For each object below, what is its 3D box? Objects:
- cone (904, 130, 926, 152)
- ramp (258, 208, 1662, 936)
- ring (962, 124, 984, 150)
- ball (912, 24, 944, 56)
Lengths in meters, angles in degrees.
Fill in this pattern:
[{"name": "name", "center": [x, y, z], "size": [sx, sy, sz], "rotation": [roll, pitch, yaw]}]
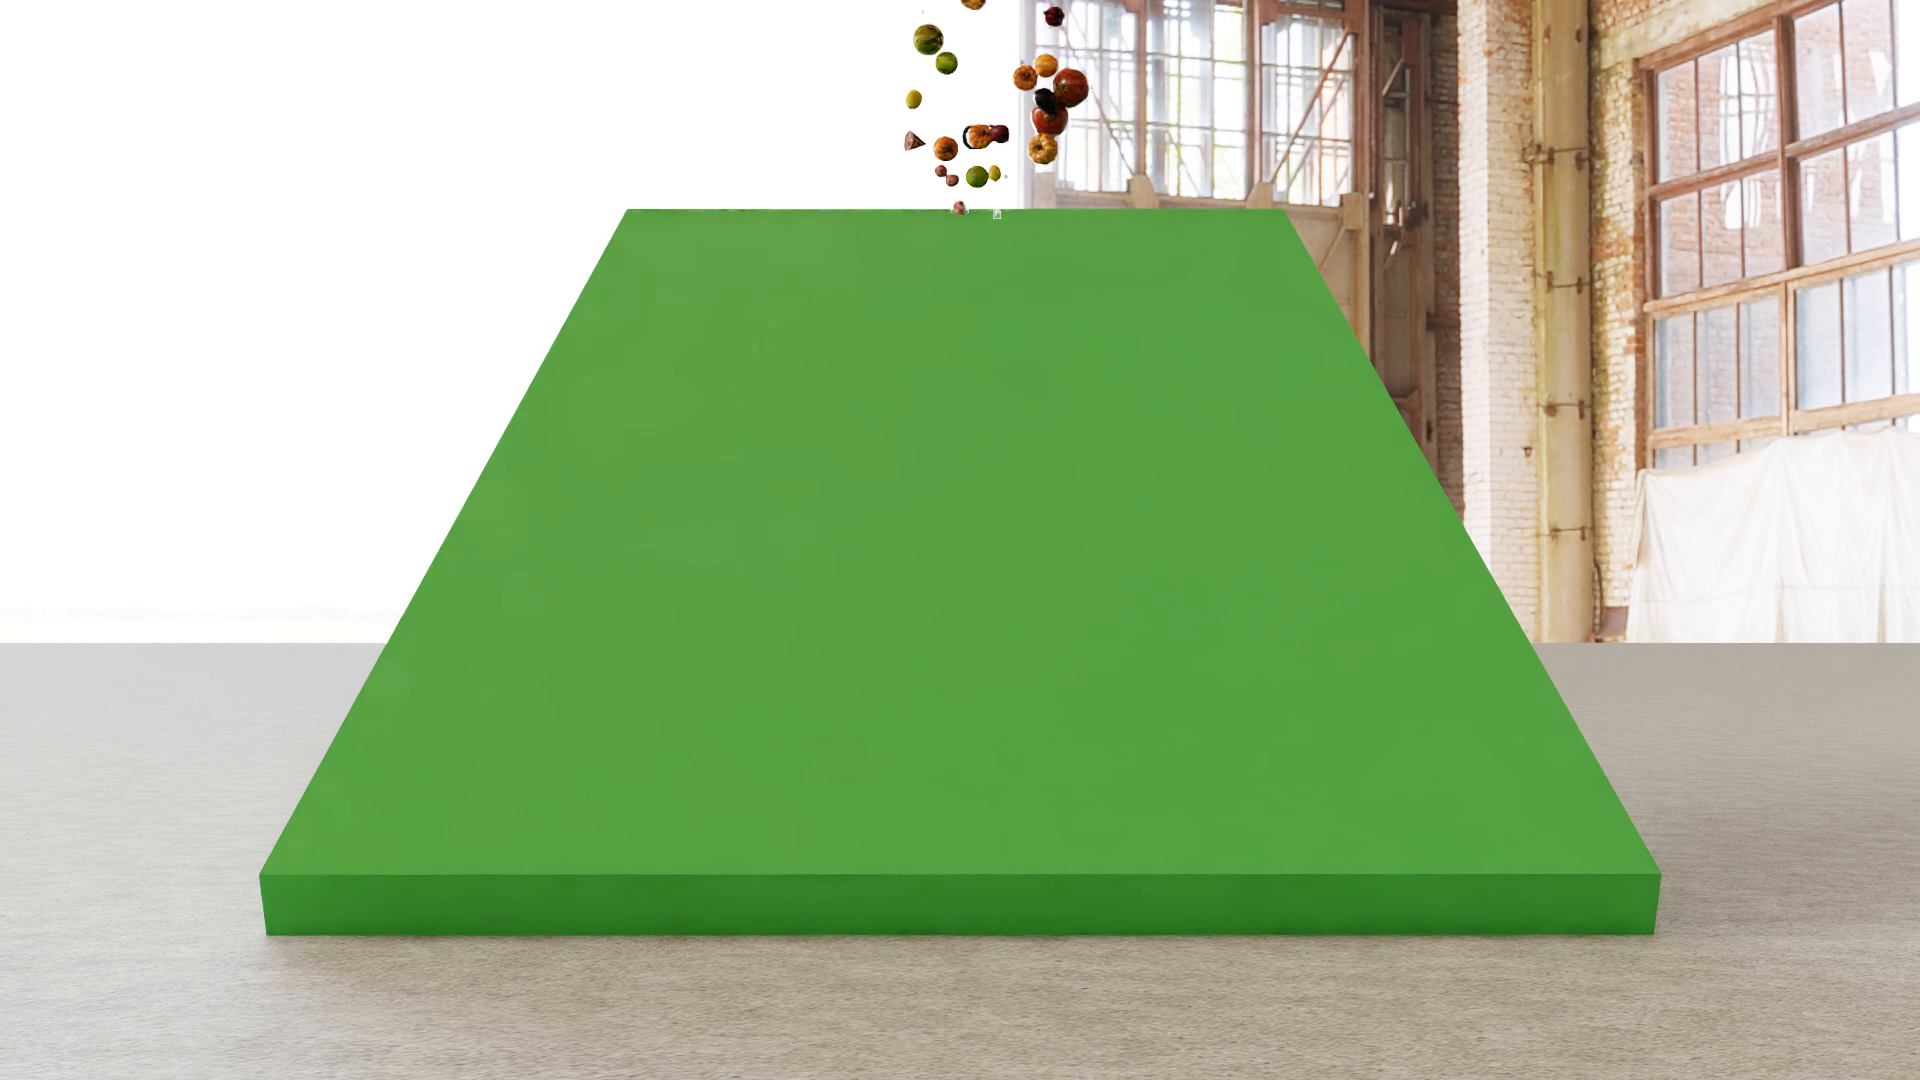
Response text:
[{"name": "cone", "center": [-0.127, -1.212, 6.994], "size": [0.068, 0.068, 0.068], "rotation": [6, -5, -27]}, {"name": "ramp", "center": [-0.006, -0.220, 5.145], "size": [2.000, 0.100, 4.000], "rotation": [0, 22, 0]}, {"name": "ring", "center": [0.039, -1.212, 6.889], "size": [0.080, 0.080, 0.027], "rotation": [2, 10, -40]}, {"name": "ball", "center": [-0.092, -1.440, 6.602], "size": [0.094, 0.094, 0.094], "rotation": [0, -2, 0]}]
